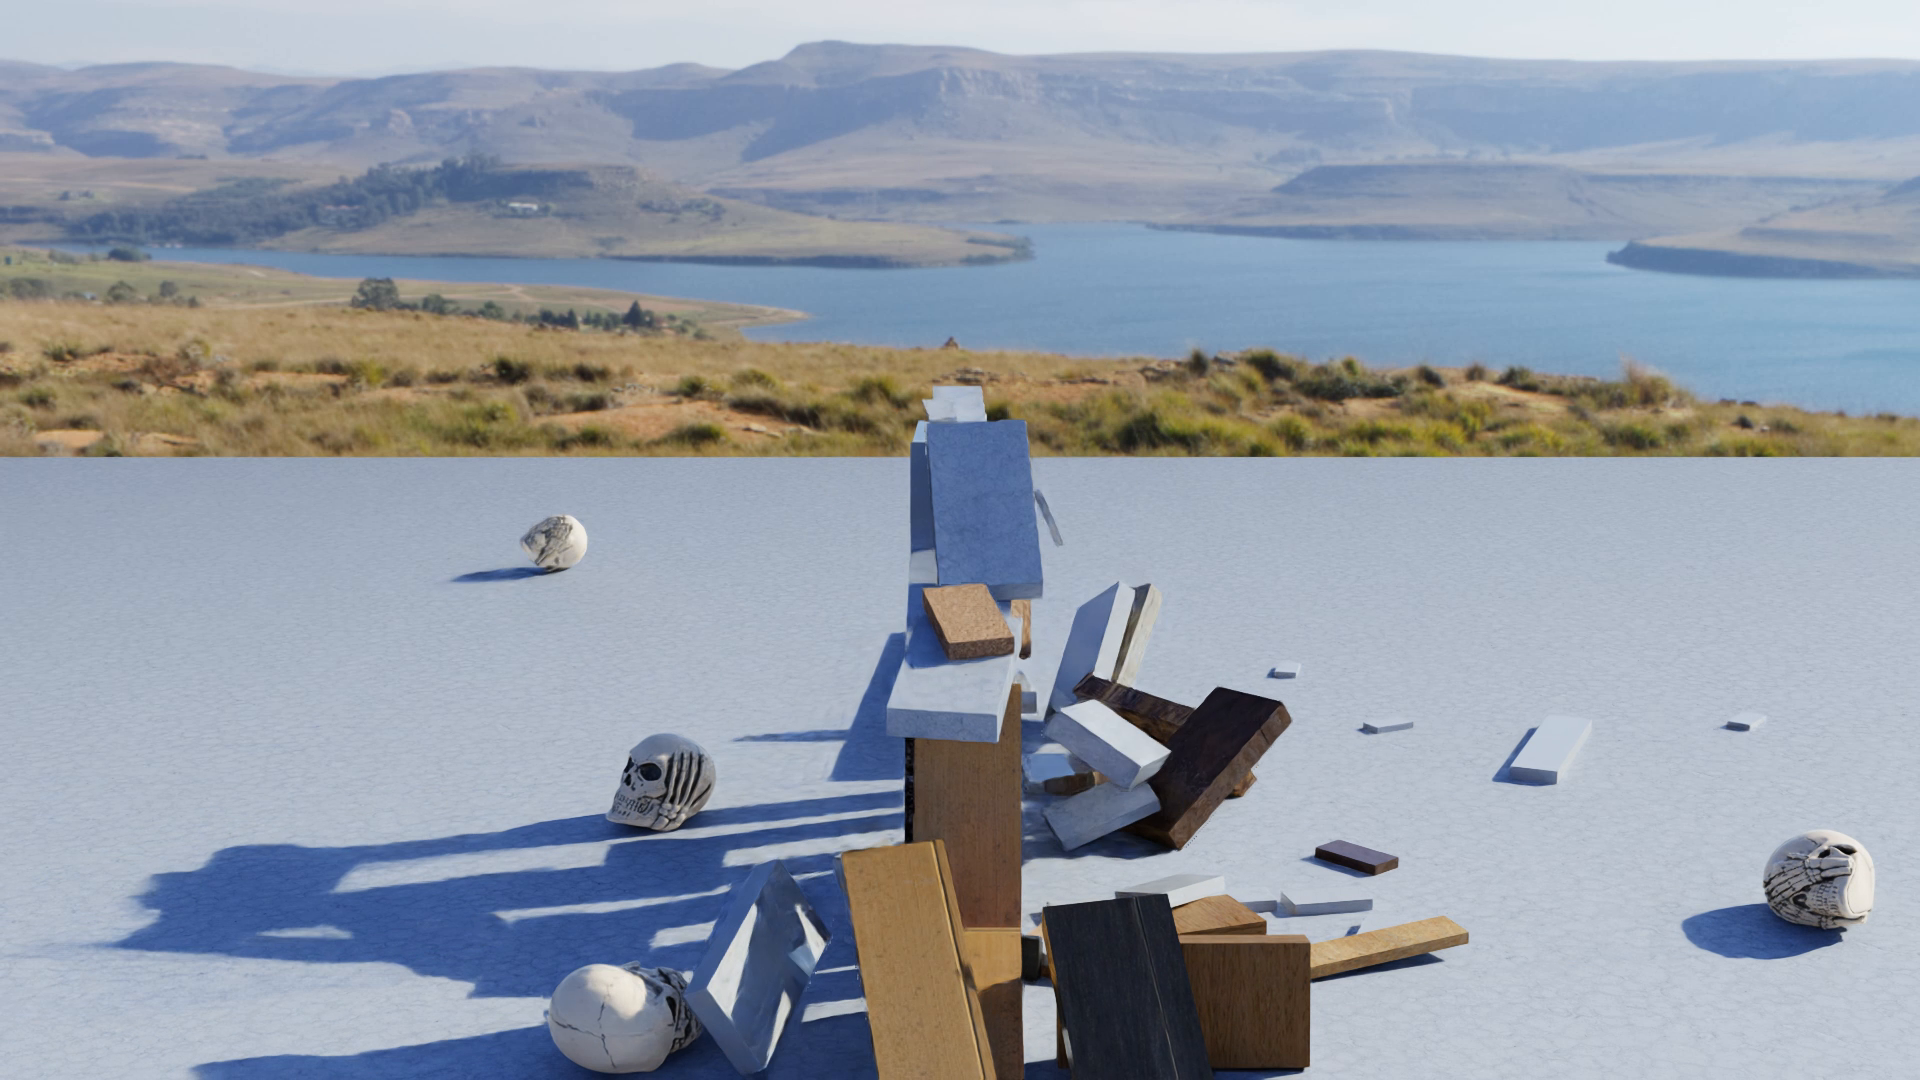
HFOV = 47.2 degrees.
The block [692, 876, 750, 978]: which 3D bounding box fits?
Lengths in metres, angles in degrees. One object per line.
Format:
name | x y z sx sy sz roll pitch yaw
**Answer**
block | -0.304 0.601 3.145 0.037 0.131 0.272 -26 14 14

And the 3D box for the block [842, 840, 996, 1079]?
block | -0.055 0.594 2.911 0.145 0.041 0.507 -6 36 -7

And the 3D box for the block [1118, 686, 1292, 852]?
block | 0.435 0.412 4.009 0.340 0.048 0.170 -45 31 -24

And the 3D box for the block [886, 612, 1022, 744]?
block | -0.005 0.192 3.139 0.153 0.043 0.307 3 24 7

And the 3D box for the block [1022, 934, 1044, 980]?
block | 0.062 0.623 3.314 0.125 0.063 0.018 4 3 21

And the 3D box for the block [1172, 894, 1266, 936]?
block | 0.334 0.611 3.454 0.263 0.037 0.131 -4 11 -21

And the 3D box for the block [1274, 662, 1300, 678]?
block | 0.769 0.305 5.164 0.049 0.014 0.097 3 11 14

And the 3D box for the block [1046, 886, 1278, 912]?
block | 0.329 0.596 3.586 0.370 0.018 0.065 -2 11 -10

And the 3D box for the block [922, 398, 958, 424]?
block | -0.038 -0.234 4.031 0.050 0.014 0.101 -3 25 -9

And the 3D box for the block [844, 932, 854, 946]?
block | -0.134 0.627 3.432 0.046 0.013 0.093 -12 16 -42

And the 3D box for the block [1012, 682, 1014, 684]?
block | 0.052 0.194 3.510 0.065 0.018 0.130 0 47 1

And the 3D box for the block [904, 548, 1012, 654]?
block | -0.001 0.124 3.685 0.173 0.049 0.346 0 31 1

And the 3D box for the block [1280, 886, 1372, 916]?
block | 0.601 0.591 3.609 0.134 0.019 0.067 -2 11 -12

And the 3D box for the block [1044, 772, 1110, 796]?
block | 0.231 0.455 4.109 0.095 0.027 0.190 -11 -10 17

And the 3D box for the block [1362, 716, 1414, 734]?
block | 0.912 0.394 4.684 0.097 0.014 0.049 -6 12 -28

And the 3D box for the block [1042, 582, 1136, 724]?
block | 0.277 0.247 4.693 0.044 0.312 0.156 34 -40 -18

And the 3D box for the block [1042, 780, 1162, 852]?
block | 0.252 0.482 3.921 0.190 0.027 0.095 -23 36 -9

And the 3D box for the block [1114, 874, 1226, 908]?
block | 0.340 0.567 3.547 0.091 0.026 0.182 -5 -1 39

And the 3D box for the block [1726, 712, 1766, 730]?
block | 1.687 0.389 4.715 0.049 0.014 0.097 9 14 39

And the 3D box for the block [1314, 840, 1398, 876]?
block | 0.690 0.552 3.824 0.065 0.018 0.130 -9 14 -41

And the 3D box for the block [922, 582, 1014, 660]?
block | 0.011 0.118 3.222 0.095 0.027 0.190 -5 24 -11

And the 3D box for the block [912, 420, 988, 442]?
block | 0.001 -0.178 4.085 0.167 0.047 0.334 0 10 1

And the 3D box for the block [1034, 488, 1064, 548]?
block | 0.162 -0.041 4.040 0.014 0.101 0.050 -23 25 1

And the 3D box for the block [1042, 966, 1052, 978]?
block | 0.140 0.643 3.334 0.149 0.018 0.063 7 13 35

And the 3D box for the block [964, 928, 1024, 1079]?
block | -0.001 0.647 2.951 0.170 0.048 0.340 0 28 0

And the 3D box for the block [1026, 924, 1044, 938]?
block | 0.135 0.623 3.454 0.046 0.013 0.093 5 12 26

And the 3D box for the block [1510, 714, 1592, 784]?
block | 1.210 0.424 4.491 0.091 0.026 0.427 5 12 24

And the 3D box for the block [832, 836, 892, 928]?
block | -0.124 0.554 3.317 0.095 0.190 0.027 -18 5 -40

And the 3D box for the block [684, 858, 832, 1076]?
block | -0.277 0.588 3.050 0.041 0.145 0.290 -23 19 26

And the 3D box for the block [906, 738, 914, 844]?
block | -0.003 0.332 3.258 0.153 0.307 0.043 0 8 1

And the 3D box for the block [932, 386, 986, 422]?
block | -0.002 -0.241 4.095 0.093 0.026 0.186 0 25 -3

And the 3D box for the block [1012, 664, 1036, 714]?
block | 0.026 0.267 4.996 0.156 0.044 1.226 -1 6 -4

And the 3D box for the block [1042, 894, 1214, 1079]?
block | 0.218 0.619 2.850 0.170 0.048 0.340 -5 45 -6

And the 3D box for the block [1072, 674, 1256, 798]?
block | 0.398 0.382 4.332 0.048 0.170 0.407 -44 30 -21

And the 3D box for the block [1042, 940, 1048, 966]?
block | 0.167 0.627 3.325 0.125 0.018 0.063 3 11 14

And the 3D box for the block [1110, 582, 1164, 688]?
block | 0.328 0.242 4.759 0.156 0.044 0.312 -18 38 43

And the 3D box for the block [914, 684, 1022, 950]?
block | 0.011 0.448 3.158 0.153 0.481 0.043 0 -10 1

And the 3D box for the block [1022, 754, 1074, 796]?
block | 0.170 0.458 4.307 0.095 0.027 0.190 -1 11 -6

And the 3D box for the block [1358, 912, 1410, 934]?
block | 0.663 0.620 3.455 0.067 0.019 0.134 4 11 20

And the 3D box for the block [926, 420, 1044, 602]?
block | 0.040 -0.052 3.750 0.173 0.049 0.346 -3 54 -3

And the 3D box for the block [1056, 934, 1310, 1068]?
block | 0.303 0.627 2.990 0.340 0.170 0.048 0 3 -1

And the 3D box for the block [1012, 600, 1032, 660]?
block | 0.107 0.158 4.748 0.093 0.186 0.026 14 -28 -28

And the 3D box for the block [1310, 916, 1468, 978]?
block | 0.593 0.627 3.342 0.380 0.019 0.067 -8 16 -21

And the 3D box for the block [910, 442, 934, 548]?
block | 0.000 0.027 3.873 0.173 0.395 0.049 0 -6 1

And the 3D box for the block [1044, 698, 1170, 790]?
block | 0.263 0.355 3.855 0.170 0.048 0.340 34 7 12
